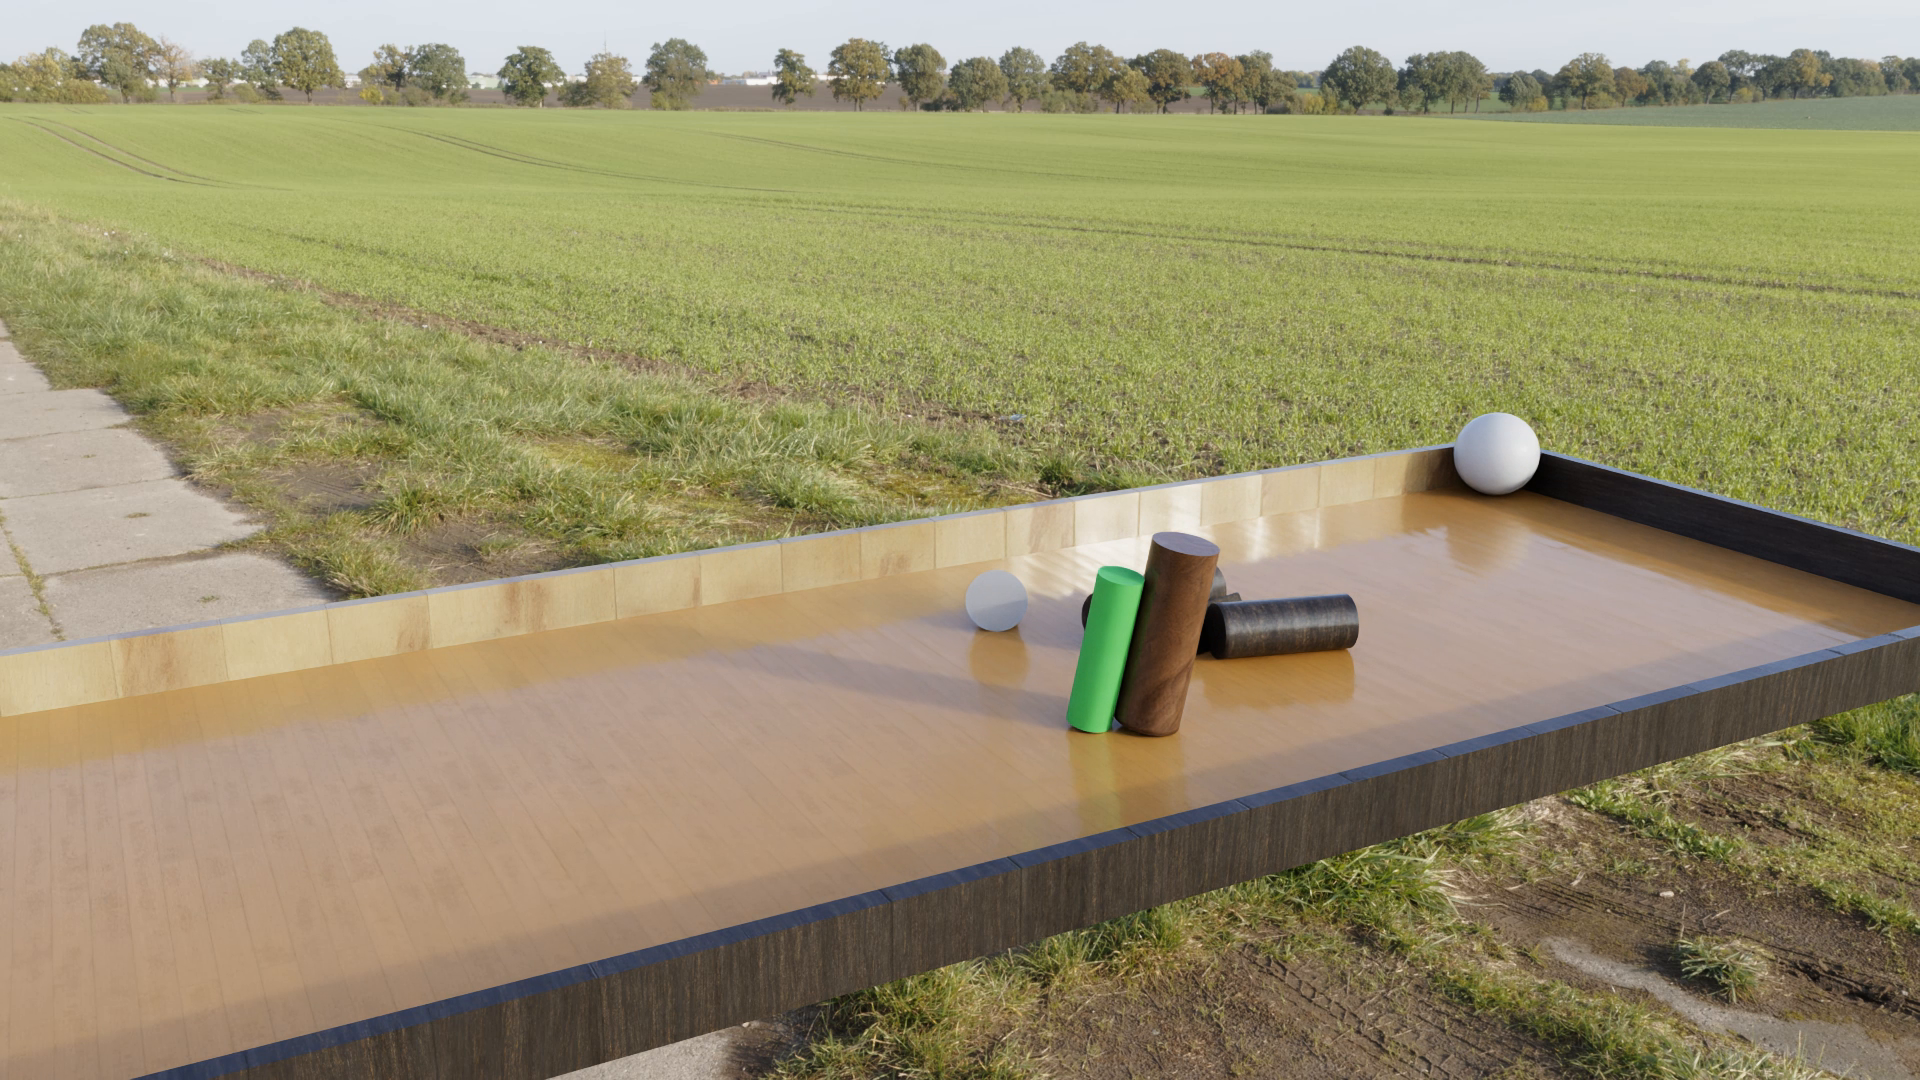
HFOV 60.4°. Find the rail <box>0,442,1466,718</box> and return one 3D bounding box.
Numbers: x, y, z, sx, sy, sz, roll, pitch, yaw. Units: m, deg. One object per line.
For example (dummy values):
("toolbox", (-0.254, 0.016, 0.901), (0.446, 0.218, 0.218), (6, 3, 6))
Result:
("rail", (-3.305, 0.497, 3.399), (12.000, 0.150, 0.050), (-9, 18, -27))

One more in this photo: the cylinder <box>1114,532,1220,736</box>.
("cylinder", (0.474, 0.216, 3.796), (0.155, 0.445, 0.155), (9, 18, -3))

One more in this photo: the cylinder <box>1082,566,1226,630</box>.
("cylinder", (0.530, 0.173, 4.467), (0.170, 0.170, 0.421), (15, 22, 42))

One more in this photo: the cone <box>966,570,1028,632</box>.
("cone", (0.114, 0.143, 4.721), (0.170, 0.170, 0.457), (1, 6, 3))

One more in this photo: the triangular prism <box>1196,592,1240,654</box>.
("triangular prism", (0.636, 0.223, 4.399), (0.320, 0.106, 0.122), (-14, 21, -39))

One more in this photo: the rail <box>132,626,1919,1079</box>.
("rail", (-2.336, 1.006, 1.665), (12.000, 0.150, 0.050), (-9, 18, -27))

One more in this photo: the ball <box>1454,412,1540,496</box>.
("ball", (1.911, -0.307, 5.875), (0.295, 0.295, 0.295), (0, 16, 0))

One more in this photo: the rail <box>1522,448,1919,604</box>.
("rail", (2.466, -0.048, 5.253), (0.050, 0.150, 2.100), (-9, 18, -27))

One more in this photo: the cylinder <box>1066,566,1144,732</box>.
("cylinder", (0.334, 0.253, 3.803), (0.109, 0.376, 0.109), (9, 21, -3))

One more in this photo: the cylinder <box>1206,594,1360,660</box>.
("cylinder", (0.844, 0.225, 4.328), (0.368, 0.147, 0.147), (-4, 17, -12))
